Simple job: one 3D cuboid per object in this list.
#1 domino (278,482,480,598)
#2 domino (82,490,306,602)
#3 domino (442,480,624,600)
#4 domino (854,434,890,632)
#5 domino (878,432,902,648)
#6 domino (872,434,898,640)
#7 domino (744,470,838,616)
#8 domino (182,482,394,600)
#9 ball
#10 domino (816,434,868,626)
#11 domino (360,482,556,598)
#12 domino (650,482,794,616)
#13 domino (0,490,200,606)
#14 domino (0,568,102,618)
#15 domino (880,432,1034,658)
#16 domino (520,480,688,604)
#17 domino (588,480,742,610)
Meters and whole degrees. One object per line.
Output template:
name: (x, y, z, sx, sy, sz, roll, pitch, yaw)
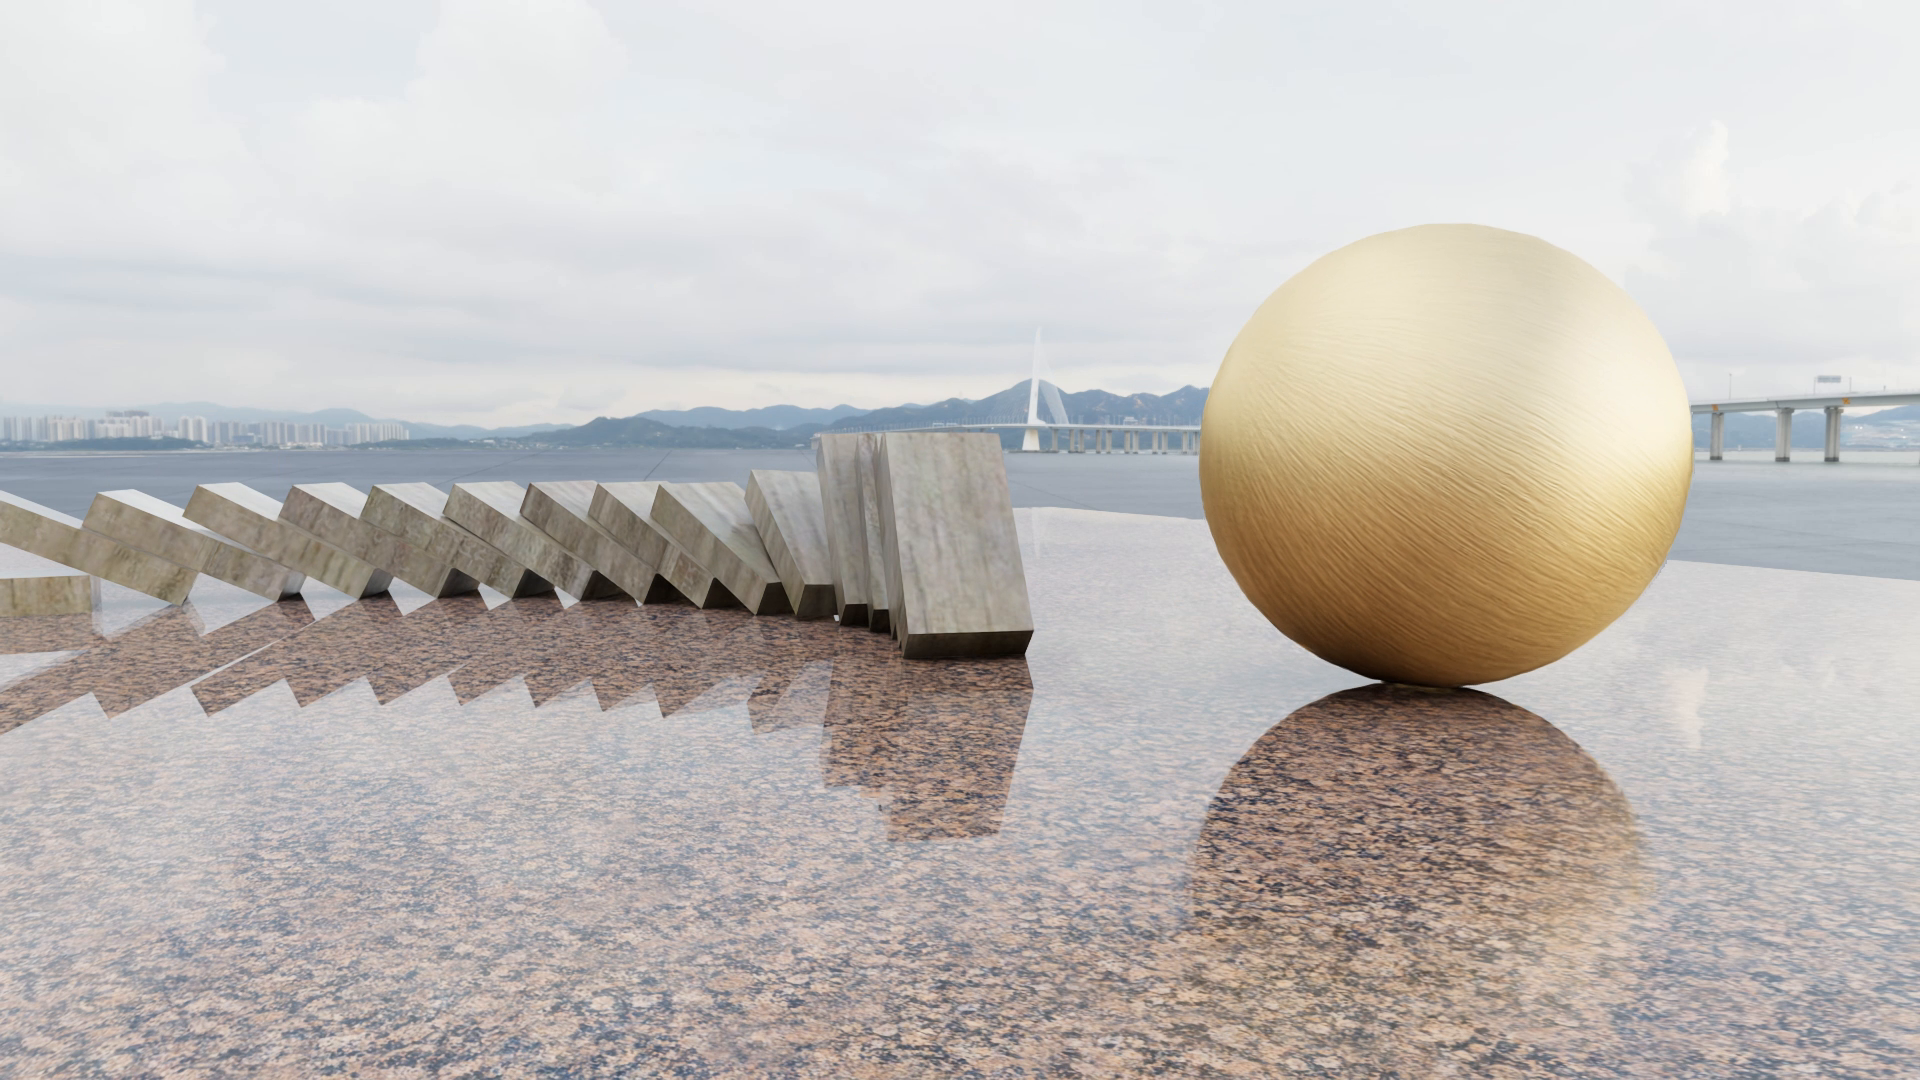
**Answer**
domino: (-0.163, 0.000, 0.365, 0.050, 0.010, 0.025, 27, 6, 2)
domino: (-0.207, 0.001, 0.351, 0.050, 0.009, 0.025, 25, -2, -15)
domino: (-0.118, 0.000, 0.364, 0.050, 0.010, 0.025, 30, 12, 14)
domino: (-0.010, -0.003, 0.303, 0.025, 0.050, 0.010, 0, -34, -11)
domino: (-0.003, -0.001, 0.279, 0.025, 0.050, 0.009, -1, -34, -11)
domino: (-0.005, -0.002, 0.291, 0.025, 0.050, 0.009, -1, -34, -11)
domino: (-0.036, 0.000, 0.330, 0.025, 0.009, 0.050, 1, 35, -28)
domino: (-0.186, 0.000, 0.359, 0.050, 0.010, 0.025, 27, 0, -8)
ball: (0.082, -0.014, 0.224, 0.080, 0.080, 0.080, 0, 4, 0)
domino: (-0.019, -0.003, 0.314, 0.025, 0.050, 0.009, -1, -34, -16)
domino: (-0.141, 0.000, 0.366, 0.050, 0.009, 0.025, 28, 8, 6)
domino: (-0.057, 0.001, 0.339, 0.025, 0.009, 0.050, -5, 34, -48)
domino: (-0.227, 0.002, 0.335, 0.050, 0.009, 0.025, 27, -9, -26)
domino: (-0.247, 0.014, 0.323, 0.050, 0.009, 0.025, -2, 5, -29)
domino: (-0.001, 0.000, 0.267, 0.025, 0.050, 0.009, -1, -34, -11)
domino: (-0.096, 0.000, 0.359, 0.050, 0.009, 0.025, 32, 18, 22)
domino: (-0.076, 0.000, 0.351, 0.050, 0.010, 0.025, 35, 22, 28)
